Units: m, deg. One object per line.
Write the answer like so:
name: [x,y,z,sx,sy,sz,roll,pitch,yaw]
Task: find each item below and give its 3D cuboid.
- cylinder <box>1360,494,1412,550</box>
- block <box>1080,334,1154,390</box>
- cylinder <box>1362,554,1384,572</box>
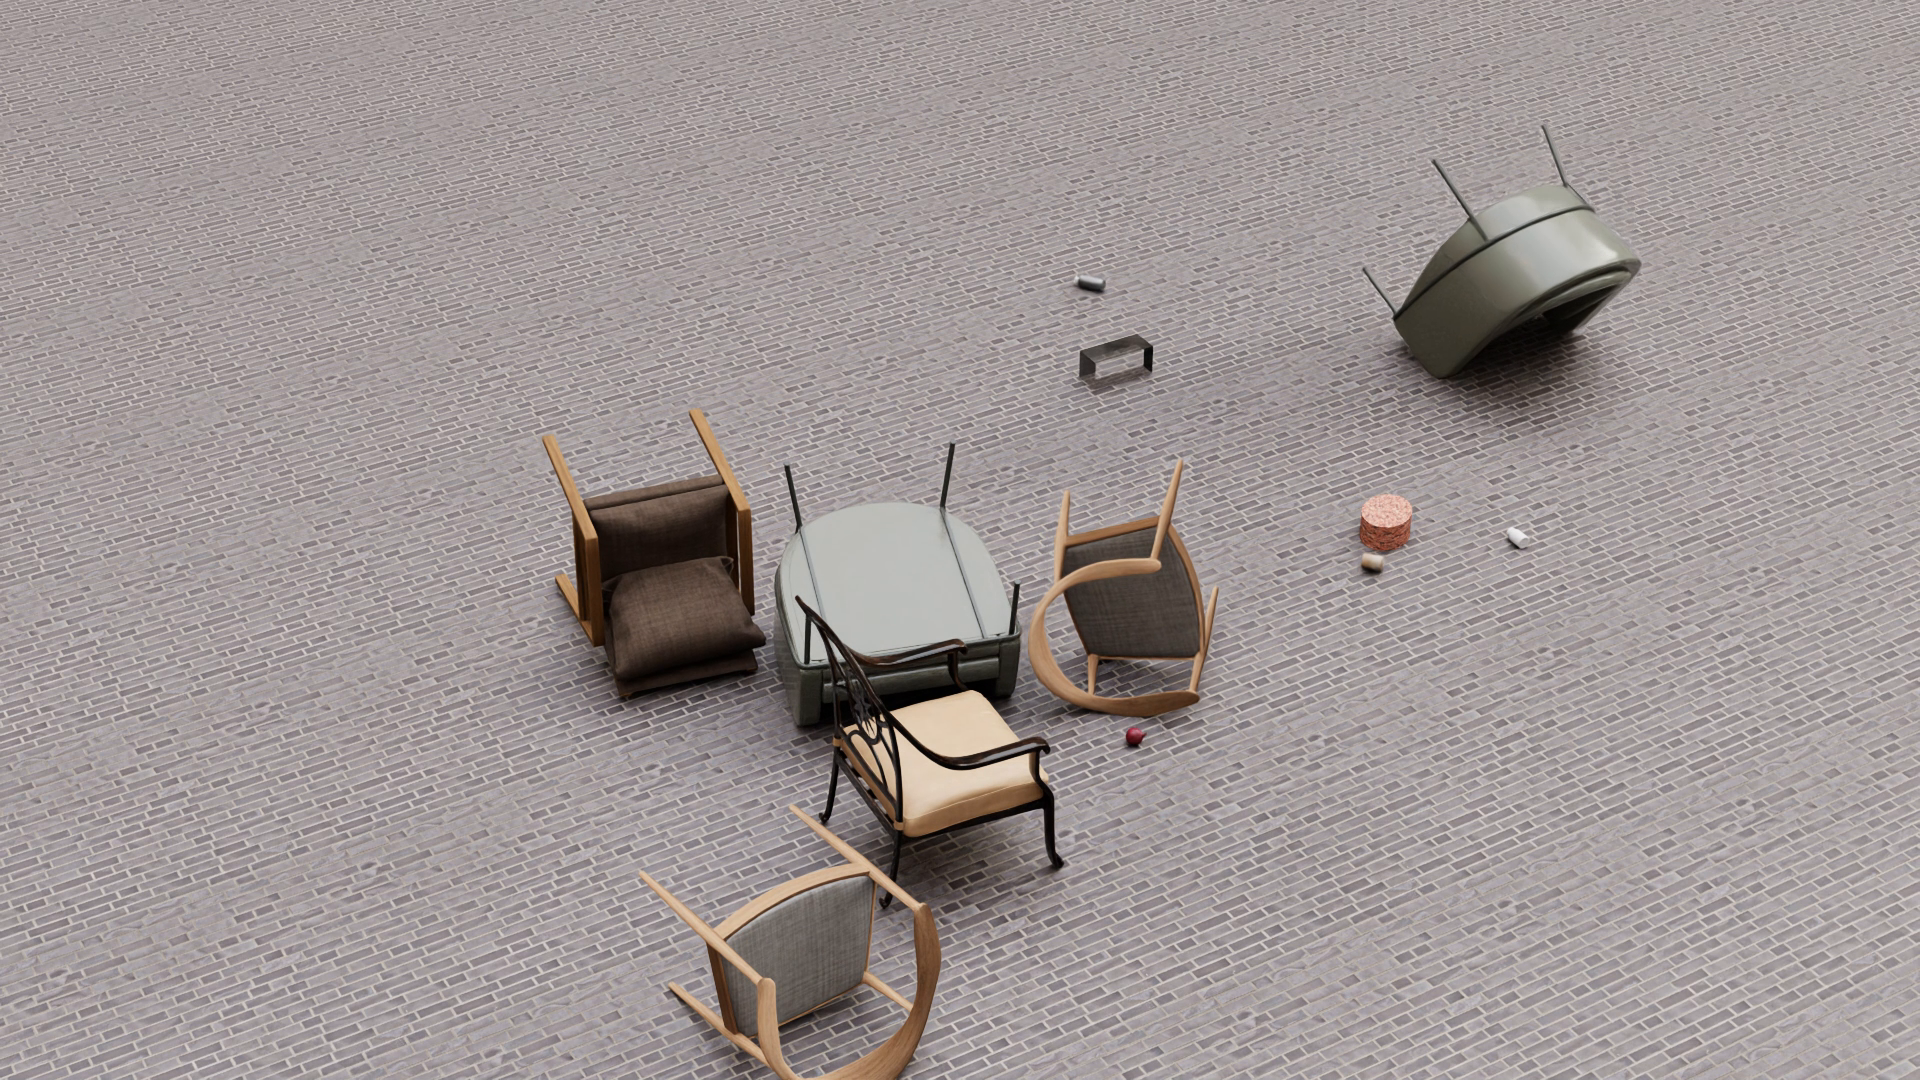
cylinder: [1.590,-0.066,10.949,0.184,0.105,0.235,13,35,18]
block: [0.635,-0.725,11.932,0.277,0.125,0.120,-18,37,-25]
cylinder: [1.516,0.082,10.768,0.072,0.056,0.057,11,-9,17]
